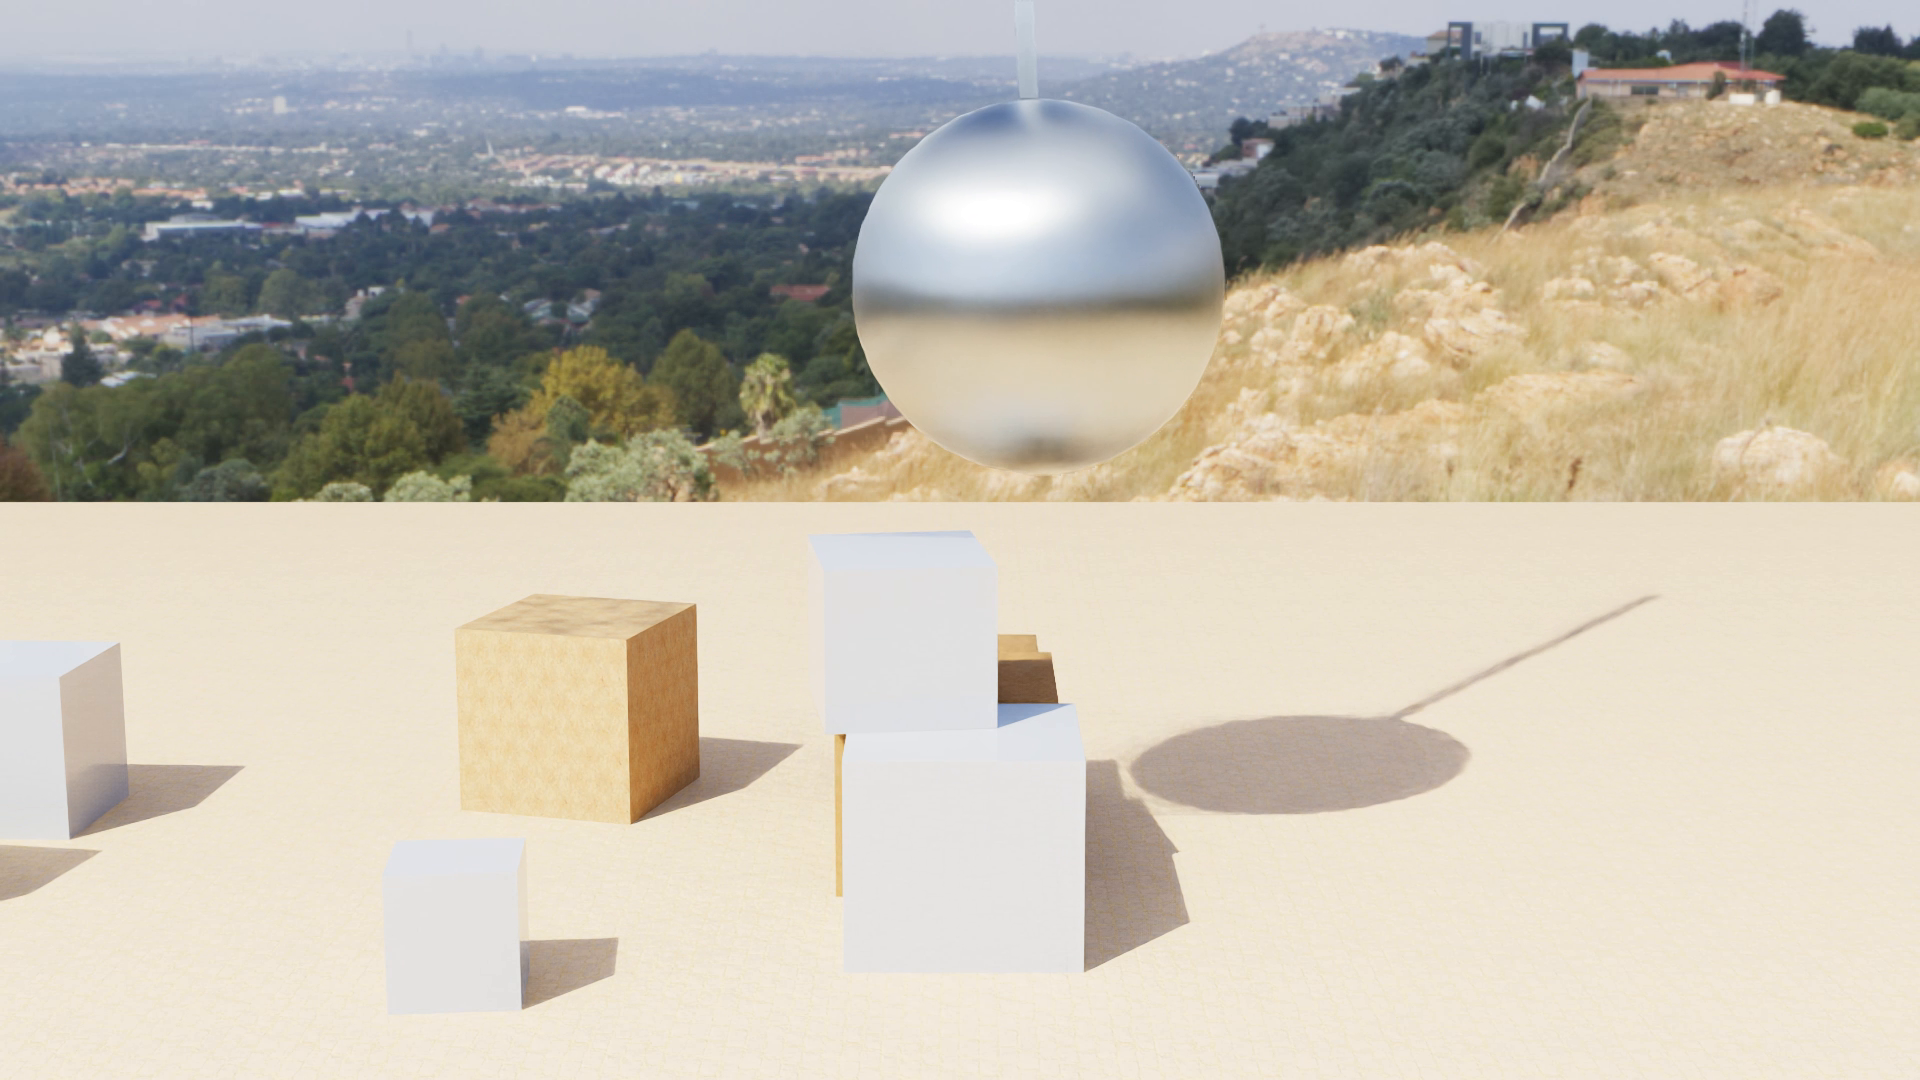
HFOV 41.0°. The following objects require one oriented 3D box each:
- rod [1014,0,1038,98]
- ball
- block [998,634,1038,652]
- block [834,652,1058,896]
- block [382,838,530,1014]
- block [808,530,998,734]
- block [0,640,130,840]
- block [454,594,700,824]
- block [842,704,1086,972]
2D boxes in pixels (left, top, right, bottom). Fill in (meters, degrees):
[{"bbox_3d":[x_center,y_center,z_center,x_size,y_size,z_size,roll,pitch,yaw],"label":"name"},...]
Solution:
[{"bbox_3d":[0.145,-4.420,10.377,0.080,5.200,0.080,-3,10,1],"label":"rod"},{"bbox_3d":[0.334,-1.080,10.984,1.600,1.600,1.600,0,10,0],"label":"ball"},{"bbox_3d":[-0.022,0.920,12.308,0.793,0.786,0.772,0,10,0],"label":"block"},{"bbox_3d":[-0.058,1.030,11.460,0.956,0.874,0.920,0,10,0],"label":"block"},{"bbox_3d":[-1.935,1.481,9.887,0.501,0.548,0.446,-1,10,-5],"label":"block"},{"bbox_3d":[-0.251,0.373,10.751,0.705,0.676,0.763,-2,11,-8],"label":"block"},{"bbox_3d":[-4.477,0.941,12.224,0.728,0.775,0.748,1,10,3],"label":"block"},{"bbox_3d":[-1.862,0.810,12.602,0.885,0.897,0.874,3,11,16],"label":"block"},{"bbox_3d":[0.015,1.204,10.530,0.950,0.865,0.934,0,10,0],"label":"block"}]
